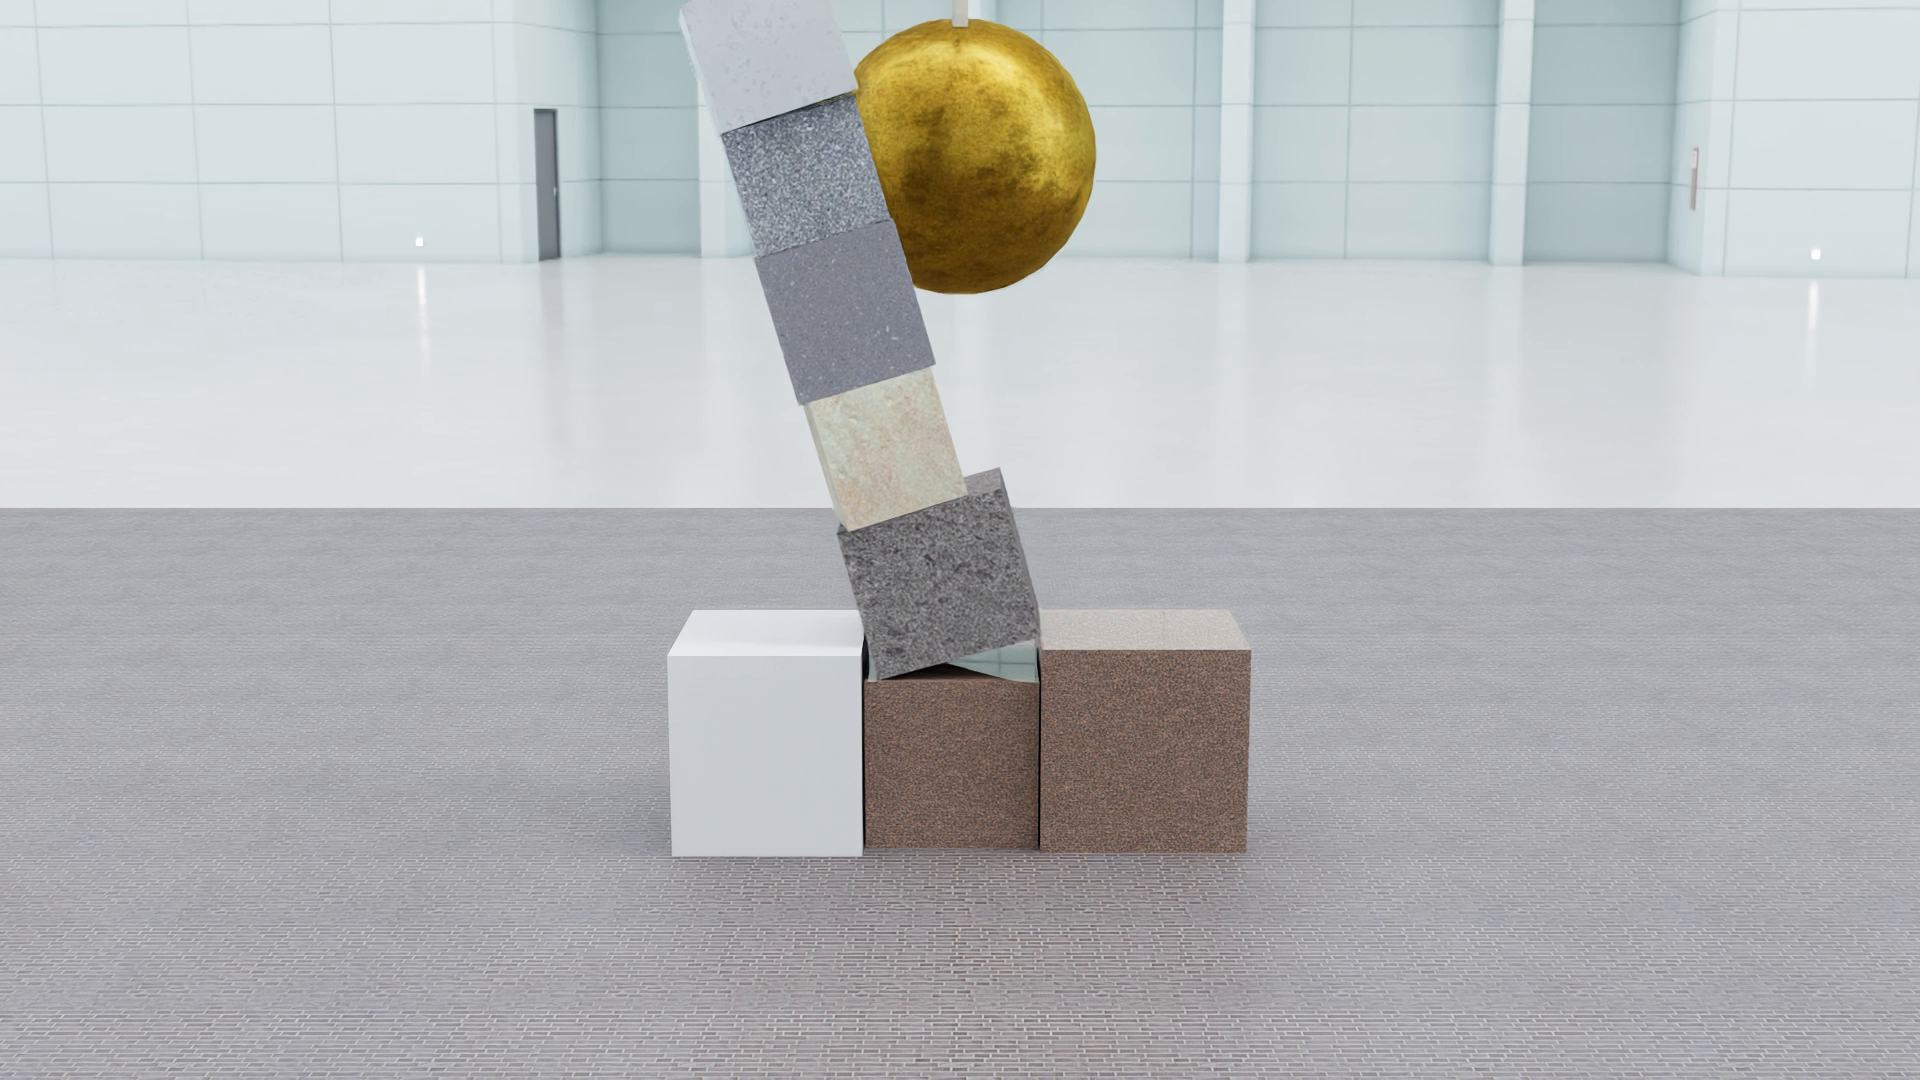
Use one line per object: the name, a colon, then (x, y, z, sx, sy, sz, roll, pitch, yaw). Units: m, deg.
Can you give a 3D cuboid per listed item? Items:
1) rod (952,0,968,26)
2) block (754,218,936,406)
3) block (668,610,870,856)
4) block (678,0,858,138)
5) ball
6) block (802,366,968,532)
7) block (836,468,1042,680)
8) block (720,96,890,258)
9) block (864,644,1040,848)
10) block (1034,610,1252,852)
rod: (0.000, -5.166, 11.155, 0.080, 5.200, 0.080, 0, 31, 0)
block: (-0.582, -1.148, 10.952, 0.699, 0.732, 0.684, -17, 10, -3)
block: (-0.958, 0.973, 11.357, 0.944, 1.022, 1.067, 0, 10, 0)
block: (-0.945, -2.375, 10.739, 0.678, 0.616, 0.740, -19, 10, -5)
ball: (0.000, -2.238, 12.882, 1.600, 1.600, 1.600, 0, 10, 0)
block: (-0.388, -0.482, 11.017, 0.616, 0.657, 0.604, -18, 10, -6)
block: (-0.097, 0.157, 11.209, 0.840, 0.768, 0.733, -15, 10, 3)
block: (-0.765, -1.789, 10.862, 0.667, 0.613, 0.648, -17, 10, -2)
block: (-0.040, 1.051, 11.387, 0.867, 0.858, 0.829, 0, 10, 0)
block: (0.916, 0.966, 11.347, 1.030, 1.040, 0.940, 0, 10, 0)
